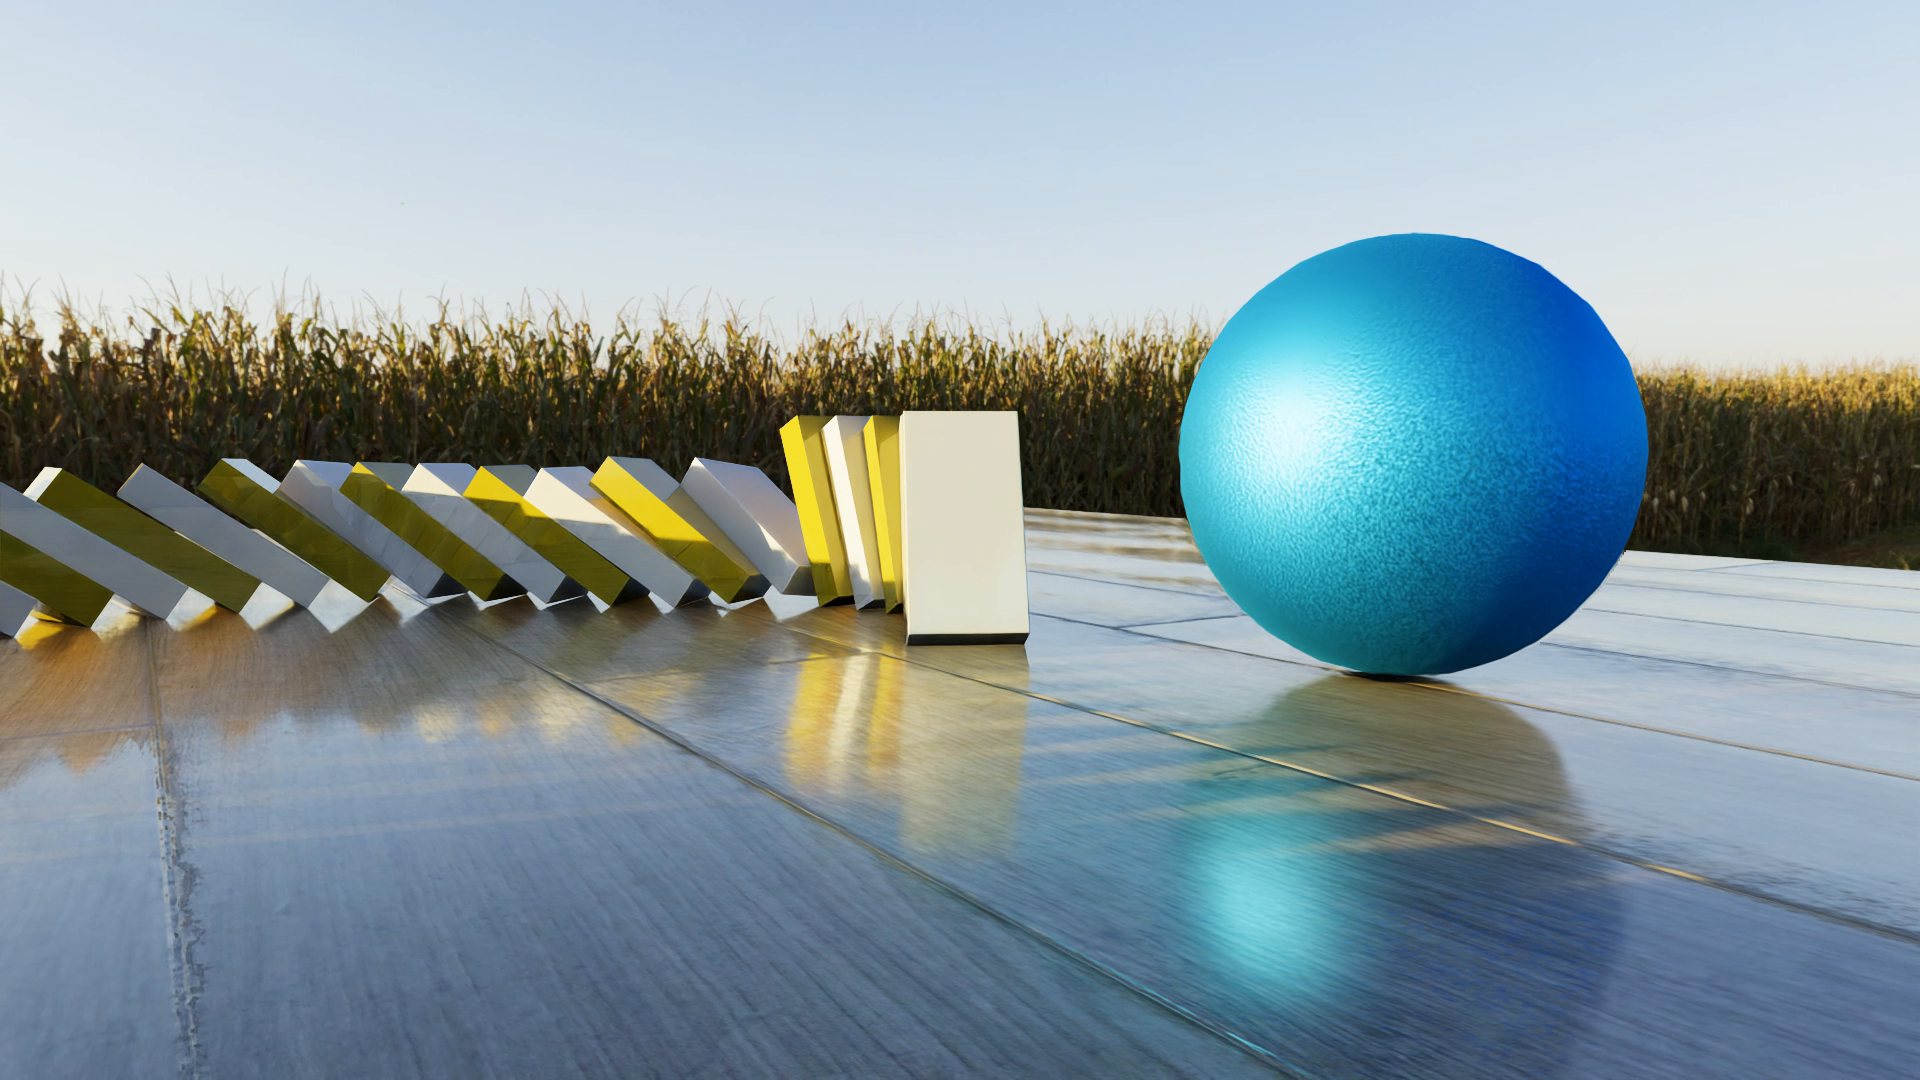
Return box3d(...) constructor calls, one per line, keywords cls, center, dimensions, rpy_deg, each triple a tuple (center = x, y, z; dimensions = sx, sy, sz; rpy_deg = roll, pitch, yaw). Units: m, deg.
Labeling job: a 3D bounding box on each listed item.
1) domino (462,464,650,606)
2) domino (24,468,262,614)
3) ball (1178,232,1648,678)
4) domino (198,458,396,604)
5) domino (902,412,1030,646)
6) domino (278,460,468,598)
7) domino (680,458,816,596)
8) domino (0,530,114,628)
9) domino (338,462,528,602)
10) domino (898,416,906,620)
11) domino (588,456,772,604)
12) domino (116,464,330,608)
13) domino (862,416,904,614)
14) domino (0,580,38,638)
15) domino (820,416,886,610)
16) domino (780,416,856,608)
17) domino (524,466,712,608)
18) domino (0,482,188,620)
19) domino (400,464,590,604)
box3d(cls="domino", center=(-0.107, -0.002, 0.349), dimensions=(0.050, 0.009, 0.025), rpy_deg=(36, 9, 5))
box3d(cls="domino", center=(-0.202, 0.000, 0.318), dimensions=(0.025, 0.009, 0.050), rpy_deg=(5, -29, 47))
box3d(cls="ball", center=(0.080, -0.015, 0.234), dimensions=(0.080, 0.080, 0.080), rpy_deg=(0, 4, 0))
box3d(cls="domino", center=(-0.176, -0.003, 0.345), dimensions=(0.050, 0.009, 0.025), rpy_deg=(38, -7, -15))
box3d(cls="domino", center=(0.001, -0.003, 0.275), dimensions=(0.025, 0.050, 0.009), rpy_deg=(0, -20, -5))
box3d(cls="domino", center=(-0.159, -0.003, 0.354), dimensions=(0.050, 0.010, 0.025), rpy_deg=(36, 3, 2))
box3d(cls="domino", center=(-0.053, -0.004, 0.356), dimensions=(0.050, 0.009, 0.025), rpy_deg=(43, 20, 30))
box3d(cls="domino", center=(-0.221, 0.002, 0.287), dimensions=(0.025, 0.010, 0.050), rpy_deg=(3, -31, 32))
box3d(cls="domino", center=(-0.141, -0.003, 0.352), dimensions=(0.050, 0.010, 0.025), rpy_deg=(36, 6, 4))
box3d(cls="domino", center=(-0.002, -0.006, 0.316), dimensions=(0.025, 0.050, 0.010), rpy_deg=(0, -20, -6))
box3d(cls="domino", center=(-0.074, -0.003, 0.347), dimensions=(0.050, 0.009, 0.025), rpy_deg=(39, 9, 8))
box3d(cls="domino", center=(-0.190, -0.001, 0.331), dimensions=(0.050, 0.009, 0.025), rpy_deg=(40, -18, -29))
box3d(cls="domino", center=(-0.009, -0.007, 0.328), dimensions=(0.025, 0.050, 0.010), rpy_deg=(-2, -19, -21))
box3d(cls="domino", center=(-0.227, 0.004, 0.270), dimensions=(0.025, 0.009, 0.050), rpy_deg=(2, -30, 25))
box3d(cls="domino", center=(-0.019, -0.008, 0.337), dimensions=(0.025, 0.050, 0.010), rpy_deg=(-3, -18, -33))
box3d(cls="domino", center=(-0.030, -0.008, 0.343), dimensions=(0.025, 0.050, 0.009), rpy_deg=(-3, -17, -39))
box3d(cls="domino", center=(-0.090, -0.001, 0.346), dimensions=(0.050, 0.009, 0.025), rpy_deg=(35, 9, 5))
box3d(cls="domino", center=(-0.213, 0.001, 0.303), dimensions=(0.025, 0.009, 0.050), rpy_deg=(4, -30, 40))
box3d(cls="domino", center=(-0.124, -0.002, 0.351), dimensions=(0.050, 0.009, 0.025), rpy_deg=(36, 7, 5))
